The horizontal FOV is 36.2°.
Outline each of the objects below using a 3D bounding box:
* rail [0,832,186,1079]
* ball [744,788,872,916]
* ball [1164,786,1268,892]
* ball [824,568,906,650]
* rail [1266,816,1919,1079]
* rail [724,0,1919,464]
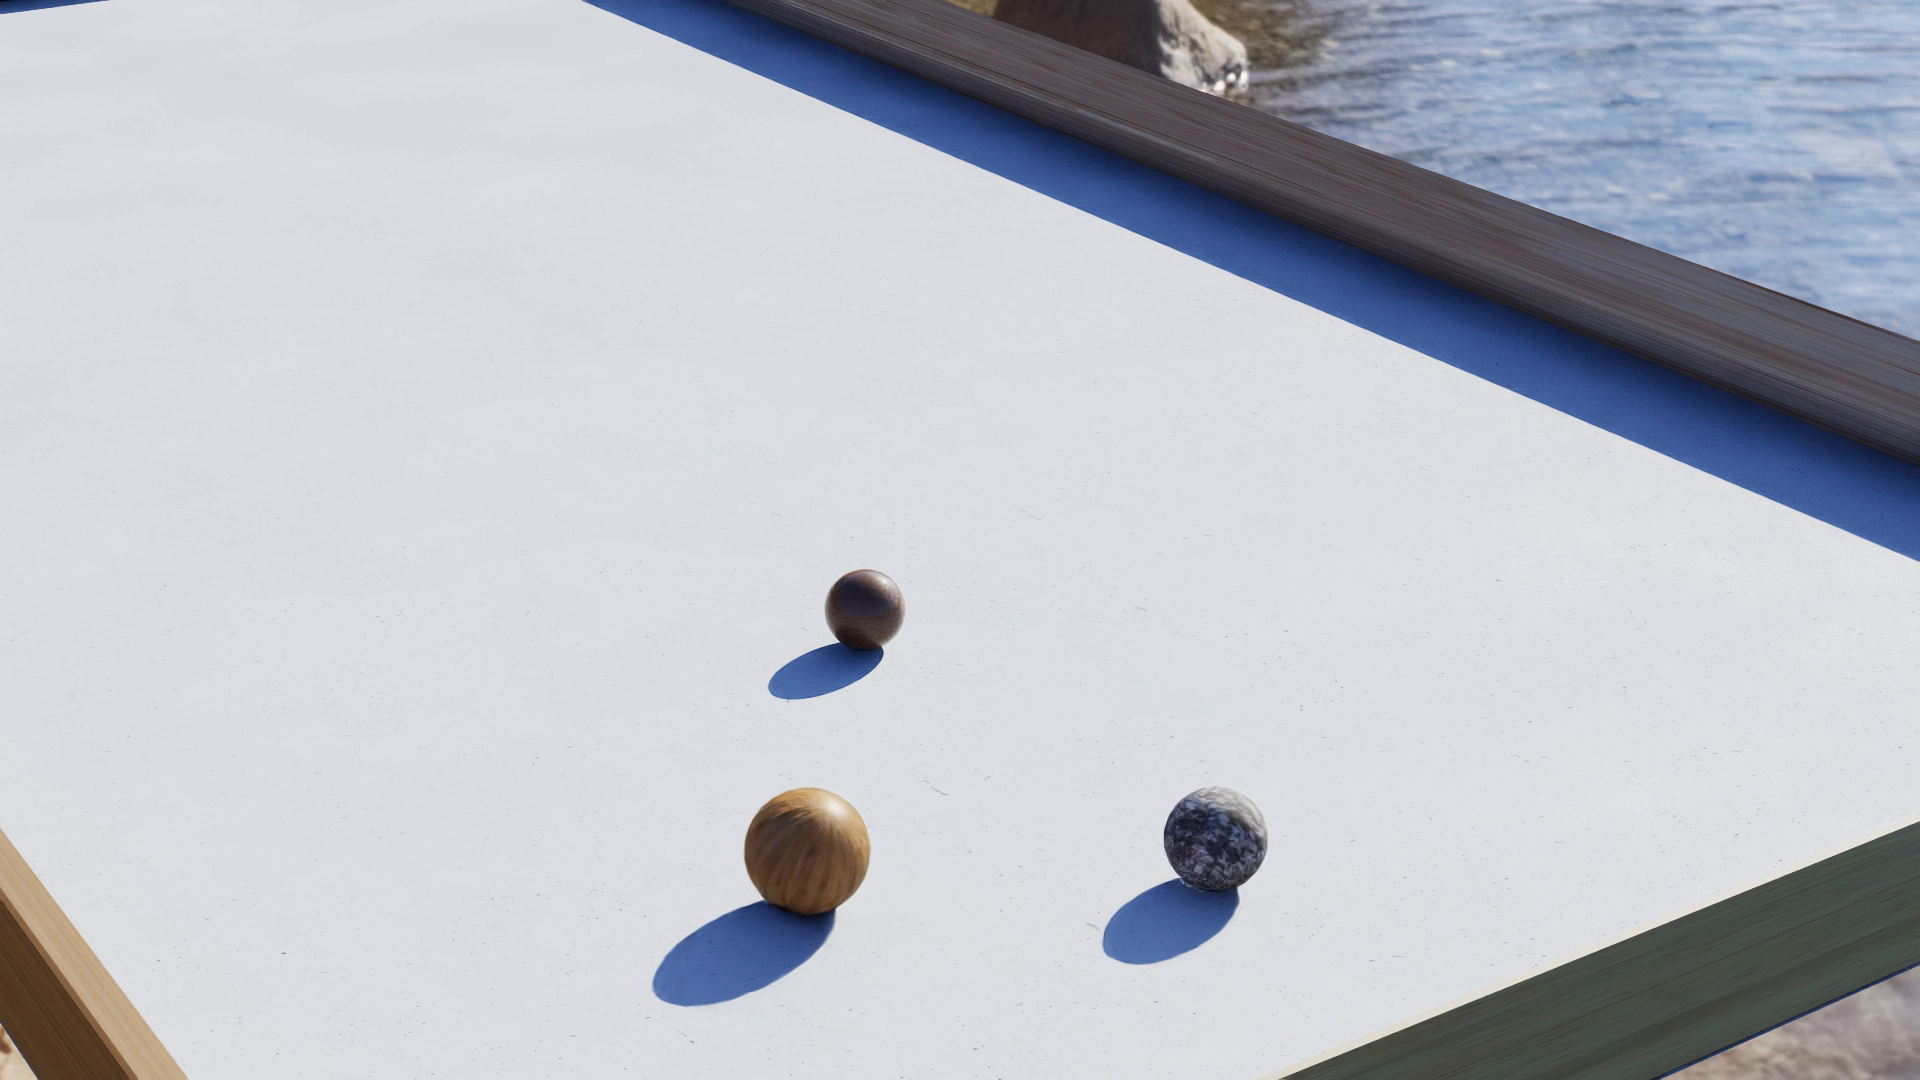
[{"bbox_3d":[-1.101,-0.107,2.482,0.045,0.107,3.177,-15,28,-31],"label":"rail"},{"bbox_3d":[-0.095,0.193,1.827,0.079,0.079,0.079,0,23,0],"label":"ball"},{"bbox_3d":[0.161,0.189,1.855,0.066,0.066,0.066,0,23,0],"label":"ball"},{"bbox_3d":[-0.070,0.052,2.177,0.061,0.061,0.061,0,23,0],"label":"ball"},{"bbox_3d":[0.427,0.237,1.690,1.634,0.107,0.045,-15,28,-31],"label":"rail"},{"bbox_3d":[0.221,-0.456,3.288,0.045,0.107,3.177,-15,28,-31],"label":"rail"}]
